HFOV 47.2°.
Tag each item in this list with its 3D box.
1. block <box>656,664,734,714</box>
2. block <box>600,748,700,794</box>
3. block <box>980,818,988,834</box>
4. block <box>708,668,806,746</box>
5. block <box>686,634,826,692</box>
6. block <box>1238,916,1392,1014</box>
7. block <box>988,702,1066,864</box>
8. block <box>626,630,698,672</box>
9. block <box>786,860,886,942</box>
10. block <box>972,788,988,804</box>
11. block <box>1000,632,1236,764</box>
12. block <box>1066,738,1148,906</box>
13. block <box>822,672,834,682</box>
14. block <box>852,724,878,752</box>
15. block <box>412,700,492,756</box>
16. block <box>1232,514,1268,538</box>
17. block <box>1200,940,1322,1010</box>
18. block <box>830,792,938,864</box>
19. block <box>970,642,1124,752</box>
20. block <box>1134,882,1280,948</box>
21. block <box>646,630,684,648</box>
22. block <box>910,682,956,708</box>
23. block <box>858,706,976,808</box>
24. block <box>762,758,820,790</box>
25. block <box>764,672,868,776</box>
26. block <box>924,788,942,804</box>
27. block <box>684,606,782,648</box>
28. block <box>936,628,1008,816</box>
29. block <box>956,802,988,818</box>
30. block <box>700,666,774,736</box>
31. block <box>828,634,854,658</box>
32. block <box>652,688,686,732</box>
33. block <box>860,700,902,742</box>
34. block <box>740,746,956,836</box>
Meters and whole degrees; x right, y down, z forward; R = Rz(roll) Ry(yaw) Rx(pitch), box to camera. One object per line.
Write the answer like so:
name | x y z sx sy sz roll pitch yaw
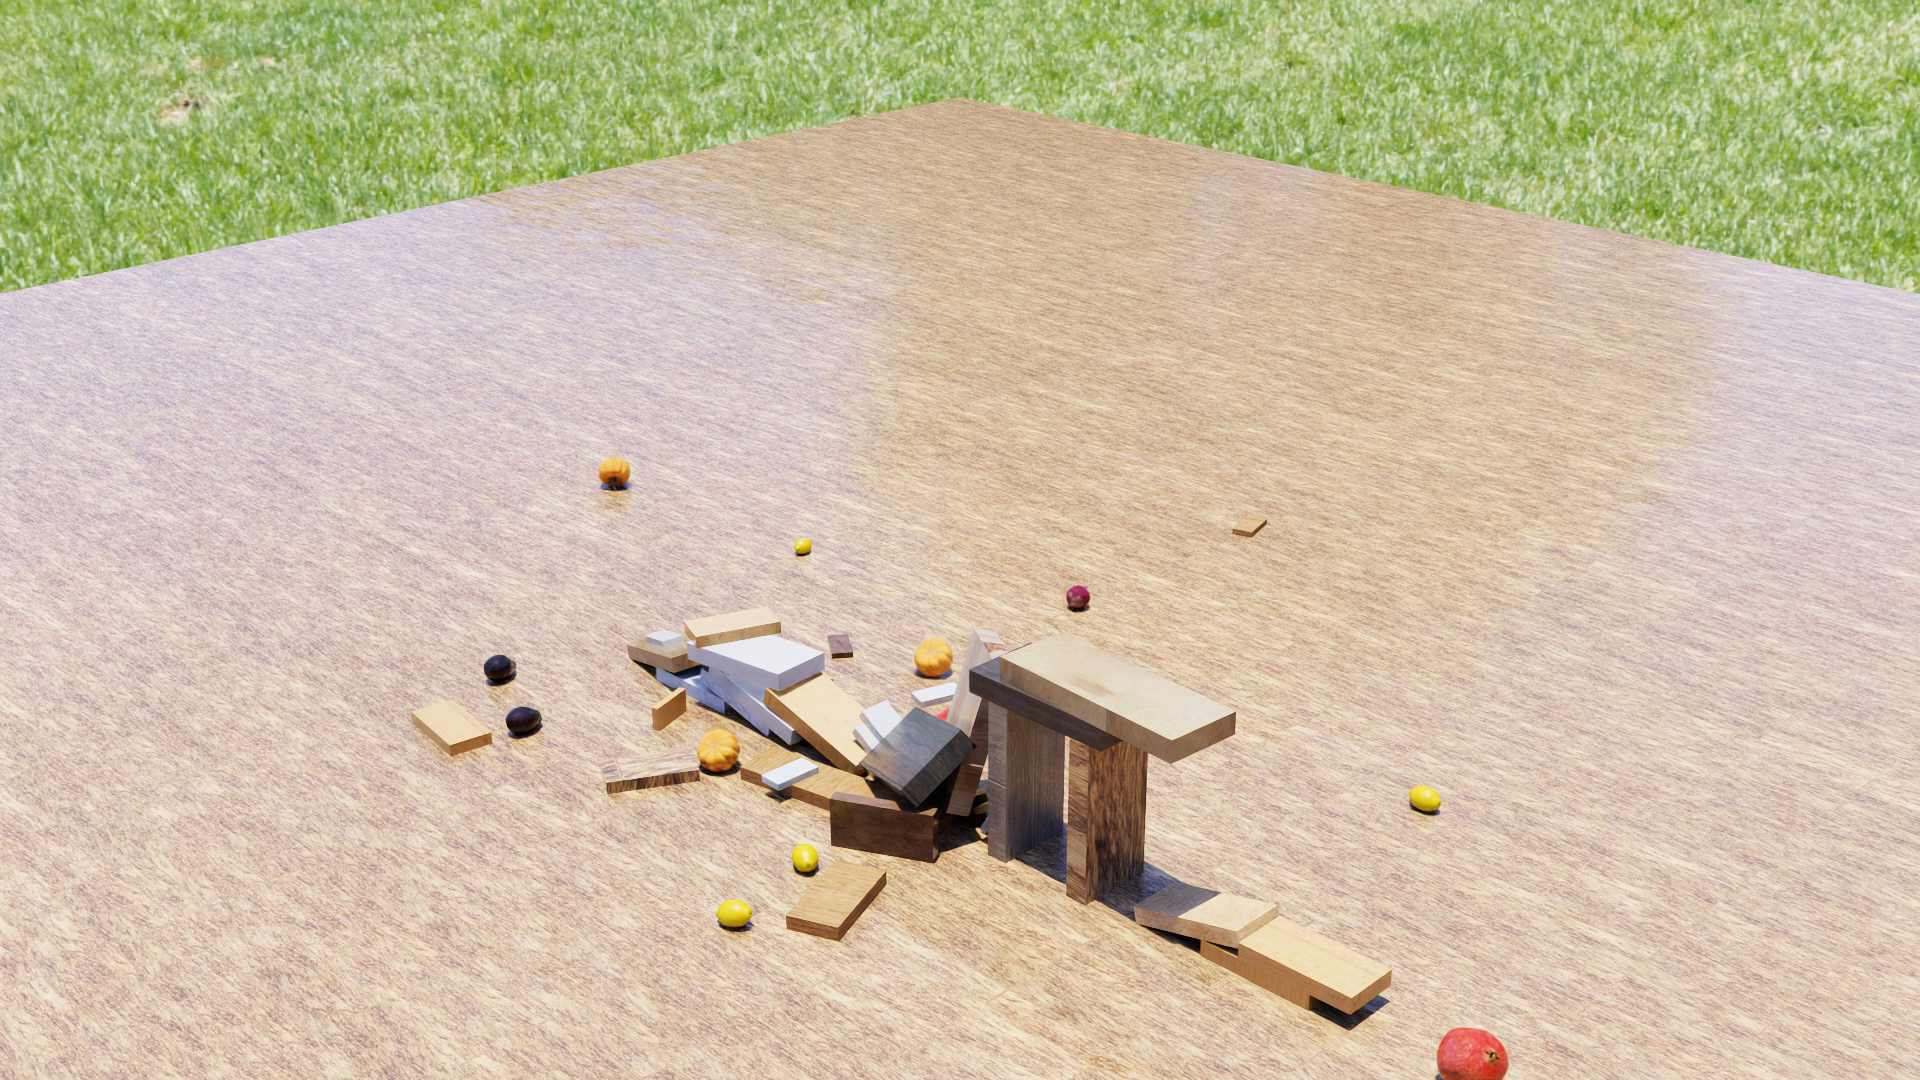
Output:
block | -0.563 0.319 4.965 0.240 0.034 0.120 21 31 40
block | -0.648 0.482 4.590 0.194 0.027 0.097 -7 24 -15
block | 0.084 0.536 4.362 0.056 0.113 0.016 -22 61 -42
block | -0.405 0.335 4.801 0.142 0.040 0.283 -21 43 -40
block | -0.447 0.253 4.803 0.283 0.040 0.142 15 27 38
block | 0.623 0.746 3.870 0.242 0.034 0.121 21 31 40
block | 0.130 0.443 4.283 0.048 0.338 0.169 21 31 40
block | -0.657 0.254 5.039 0.120 0.034 0.240 -18 15 -30
block | -0.231 0.675 4.130 0.107 0.030 0.213 9 25 21
block | 0.039 0.518 4.452 0.056 0.016 0.112 -22 2 -42
block | 0.285 0.284 4.041 0.167 0.047 0.444 -19 29 -38
block | 0.278 0.502 4.143 0.048 0.338 0.169 21 31 41
block | -0.341 0.325 4.977 0.100 0.014 0.050 -18 29 -36
block | -0.156 0.440 4.605 0.071 0.020 0.141 -22 64 -41
block | -1.103 0.406 4.768 0.097 0.027 0.193 -17 28 -34
block | 0.768 -0.037 5.827 0.054 0.015 0.109 12 26 27
block | 0.563 0.754 3.939 0.121 0.034 0.242 -21 31 -41
block | -0.149 0.562 4.300 0.213 0.107 0.030 7 24 17
block | 0.197 0.292 4.144 0.169 0.048 0.338 -21 31 -41
block | 0.451 0.686 4.032 0.121 0.034 0.242 -22 18 -41
block | -0.682 0.227 5.068 0.050 0.014 0.100 -18 14 -29
block | -0.049 0.347 4.923 0.109 0.015 0.054 -12 26 -25
block | -0.088 0.431 4.405 0.167 0.047 0.334 -44 14 -10
block | -0.349 0.482 4.528 0.108 0.015 0.054 -21 31 -40
block | -0.271 0.388 4.686 0.283 0.040 0.142 37 41 29
block | -0.070 0.499 4.528 0.071 0.020 0.141 -16 36 -39
block | -0.503 0.193 4.870 0.193 0.027 0.097 -10 22 -20
block | 0.023 0.364 4.404 0.047 0.334 0.167 12 17 -17
block | 0.047 0.534 4.413 0.056 0.016 0.113 -22 1 -42
block | -0.451 0.339 4.852 0.120 0.034 0.240 -20 43 -40
block | -0.281 0.249 5.155 0.050 0.014 0.100 -4 23 -9
block | -0.637 0.371 4.818 0.015 0.054 0.109 11 25 25
block | -0.141 0.406 4.615 0.071 0.020 0.141 -22 64 -41
block | -0.233 0.520 4.496 0.471 0.030 0.107 15 27 31
